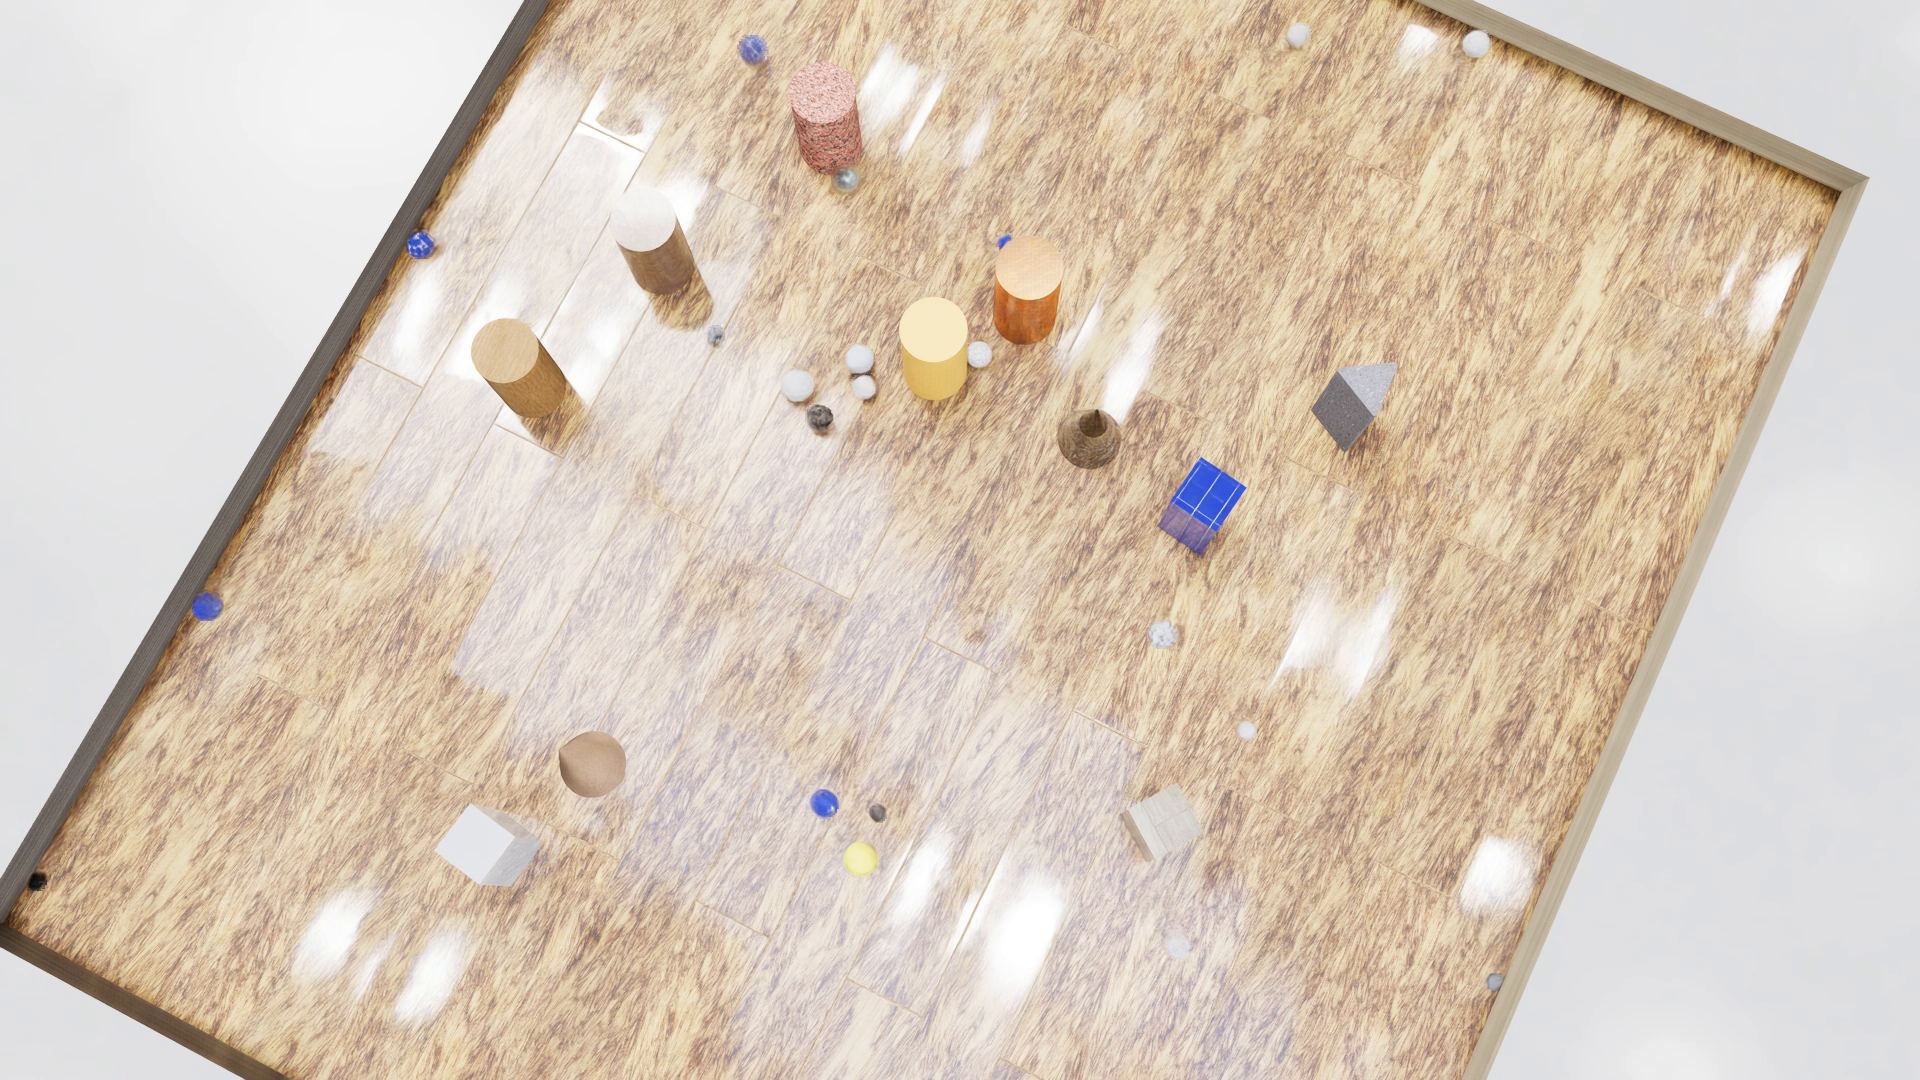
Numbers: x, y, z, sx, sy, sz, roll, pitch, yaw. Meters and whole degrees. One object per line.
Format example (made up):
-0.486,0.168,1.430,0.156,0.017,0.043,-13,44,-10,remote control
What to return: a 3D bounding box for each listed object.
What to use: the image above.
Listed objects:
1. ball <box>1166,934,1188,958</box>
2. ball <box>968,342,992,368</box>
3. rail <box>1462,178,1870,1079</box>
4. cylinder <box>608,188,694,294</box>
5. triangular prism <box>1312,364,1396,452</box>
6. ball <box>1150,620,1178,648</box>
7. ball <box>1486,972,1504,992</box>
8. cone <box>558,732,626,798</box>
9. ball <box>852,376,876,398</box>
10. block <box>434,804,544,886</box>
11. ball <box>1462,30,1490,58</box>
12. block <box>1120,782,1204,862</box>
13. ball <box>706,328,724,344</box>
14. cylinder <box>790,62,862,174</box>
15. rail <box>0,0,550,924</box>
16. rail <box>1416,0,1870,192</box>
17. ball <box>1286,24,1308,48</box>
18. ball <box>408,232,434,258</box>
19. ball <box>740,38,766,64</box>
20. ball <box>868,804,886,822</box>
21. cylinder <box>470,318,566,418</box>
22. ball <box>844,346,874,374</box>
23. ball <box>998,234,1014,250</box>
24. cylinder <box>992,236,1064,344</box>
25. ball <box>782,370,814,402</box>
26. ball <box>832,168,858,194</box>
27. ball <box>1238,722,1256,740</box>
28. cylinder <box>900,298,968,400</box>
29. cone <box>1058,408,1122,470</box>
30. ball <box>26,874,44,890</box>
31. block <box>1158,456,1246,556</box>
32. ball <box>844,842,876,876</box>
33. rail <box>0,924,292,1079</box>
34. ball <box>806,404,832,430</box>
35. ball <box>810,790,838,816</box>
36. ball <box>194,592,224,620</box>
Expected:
0.633,1.181,5.338,0.066,0.066,0.066,0,78,0,ball
0.059,-0.576,5.693,0.083,0.083,0.083,0,78,0,ball
1.792,0.884,5.367,0.045,0.129,4.598,26,80,5,rail
-0.940,-0.909,5.609,0.199,0.383,0.199,0,78,0,cylinder
1.203,-0.425,5.492,0.149,0.416,0.172,-35,80,-7,triangular prism
0.613,0.283,5.515,0.085,0.085,0.085,0,78,0,ball
1.557,1.284,5.323,0.054,0.054,0.054,0,78,0,ball
-1.097,0.622,5.243,0.199,0.480,0.199,0,78,0,cone
-0.296,-0.473,5.678,0.073,0.073,0.073,0,78,0,ball
-1.344,0.878,5.251,0.159,0.360,0.159,35,80,7,block
1.664,-1.596,5.903,0.086,0.086,0.086,0,78,0,ball
0.582,0.821,5.308,0.159,0.271,0.159,-28,80,-5,block
-0.765,-0.637,5.721,0.053,0.053,0.053,0,78,0,ball
-0.414,-1.304,5.689,0.199,0.386,0.199,0,78,0,cylinder
-1.792,-0.871,5.730,0.045,0.129,4.598,26,80,5,rail
1.018,-1.986,5.961,4.055,0.129,0.045,26,80,5,rail
1.090,-1.628,5.917,0.072,0.072,0.072,0,78,0,ball
-1.696,-0.930,5.768,0.081,0.081,0.081,0,78,0,ball
-0.666,-1.574,5.899,0.086,0.086,0.086,0,78,0,ball
-0.244,0.808,5.423,0.051,0.051,0.051,0,78,0,ball
-1.328,-0.514,5.528,0.199,0.382,0.199,0,78,0,cylinder
-0.313,-0.559,5.688,0.088,0.088,0.088,0,78,0,ball
0.145,-0.938,5.784,0.053,0.053,0.053,0,78,0,ball
0.203,-0.752,5.554,0.199,0.428,0.199,0,78,0,cylinder
-0.500,-0.477,5.665,0.099,0.099,0.099,0,78,0,ball
-0.363,-1.140,5.811,0.081,0.081,0.081,0,78,0,ball
0.855,0.568,5.472,0.052,0.052,0.052,0,78,0,ball
-0.077,-0.573,5.532,0.199,0.397,0.199,0,78,0,cylinder
0.402,-0.350,5.519,0.199,0.333,0.199,0,78,0,cone
-2.716,1.003,5.384,0.049,0.049,0.049,0,78,0,ball
0.717,-0.096,5.454,0.159,0.357,0.159,35,80,7,block
-0.293,0.935,5.373,0.099,0.099,0.099,0,78,0,ball
-1.018,2.000,5.136,4.055,0.129,0.045,26,80,5,rail
-0.432,-0.377,5.653,0.081,0.081,0.081,0,78,0,ball
-0.403,0.777,5.415,0.081,0.081,0.081,0,78,0,ball
-2.270,0.198,5.533,0.083,0.083,0.083,0,78,0,ball
